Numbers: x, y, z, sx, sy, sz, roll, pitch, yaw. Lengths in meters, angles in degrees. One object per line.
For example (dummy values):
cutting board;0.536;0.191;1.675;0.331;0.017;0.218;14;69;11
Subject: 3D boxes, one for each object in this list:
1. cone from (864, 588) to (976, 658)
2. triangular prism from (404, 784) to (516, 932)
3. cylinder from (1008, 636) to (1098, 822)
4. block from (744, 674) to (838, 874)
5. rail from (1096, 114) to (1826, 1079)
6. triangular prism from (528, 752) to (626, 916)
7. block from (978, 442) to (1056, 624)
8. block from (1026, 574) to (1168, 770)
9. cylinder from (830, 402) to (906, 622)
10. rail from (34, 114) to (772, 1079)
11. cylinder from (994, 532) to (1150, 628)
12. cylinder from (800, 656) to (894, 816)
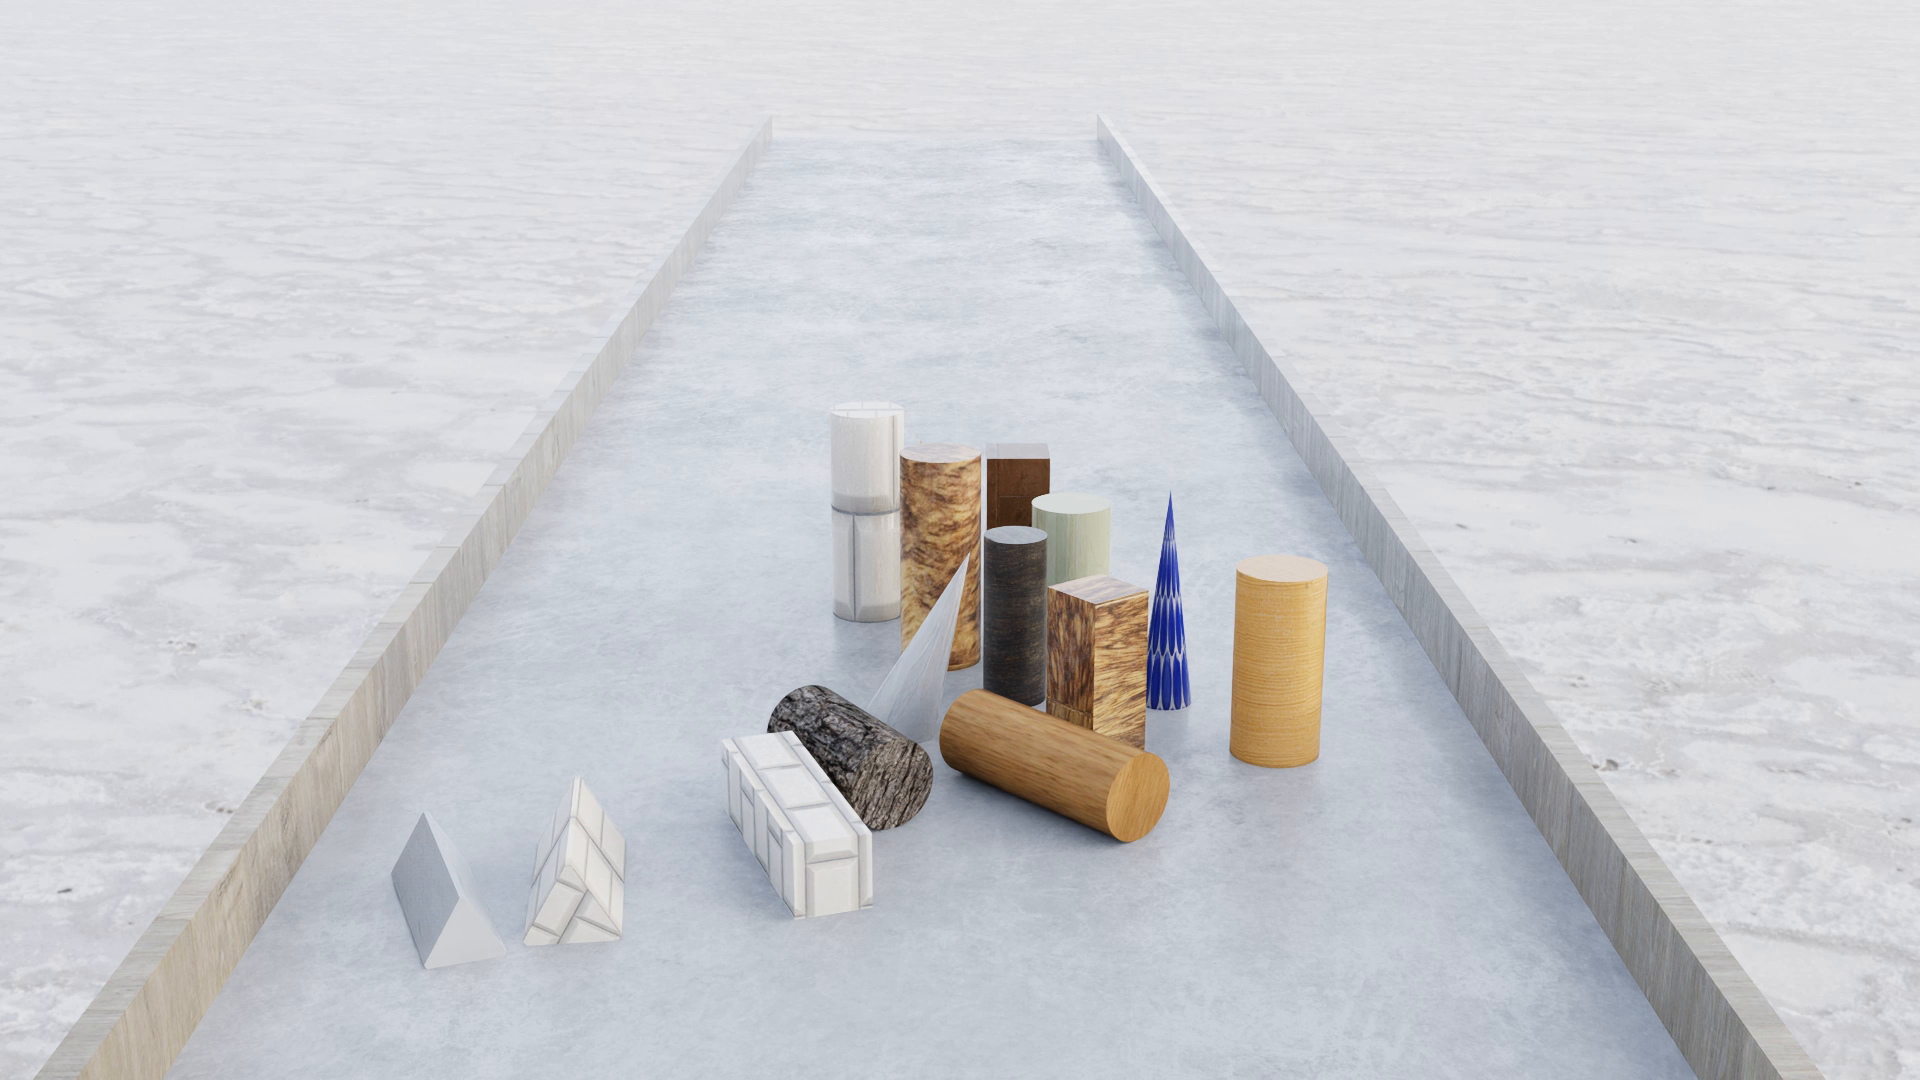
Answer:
cone;-0.045;0.175;3.949;0.133;0.133;0.371;-7;8;-23
triangular prism;-0.788;0.523;3.317;0.101;0.331;0.116;33;28;20
cylinder;0.154;0.375;3.704;0.150;0.402;0.150;0;17;0
block;-0.266;0.447;3.510;0.123;0.446;0.123;2;17;6
rail;0.932;-0.844;7.801;0.050;0.150;12.000;0;17;-1
triangular prism;-0.574;0.499;3.394;0.121;0.342;0.140;-10;19;-30
block;0.121;-0.017;4.659;0.131;0.355;0.131;6;18;19
block;0.240;0.236;3.876;0.125;0.317;0.125;-23;-17;25
cylinder;-0.194;-0.060;4.649;0.155;0.444;0.155;0;17;0
rail;-1.118;-0.838;7.780;0.050;0.150;12.000;0;17;-1
cylinder;0.220;0.082;4.385;0.157;0.157;0.323;-10;13;-30
cylinder;-0.190;0.365;3.728;0.156;0.300;0.156;0;17;0
